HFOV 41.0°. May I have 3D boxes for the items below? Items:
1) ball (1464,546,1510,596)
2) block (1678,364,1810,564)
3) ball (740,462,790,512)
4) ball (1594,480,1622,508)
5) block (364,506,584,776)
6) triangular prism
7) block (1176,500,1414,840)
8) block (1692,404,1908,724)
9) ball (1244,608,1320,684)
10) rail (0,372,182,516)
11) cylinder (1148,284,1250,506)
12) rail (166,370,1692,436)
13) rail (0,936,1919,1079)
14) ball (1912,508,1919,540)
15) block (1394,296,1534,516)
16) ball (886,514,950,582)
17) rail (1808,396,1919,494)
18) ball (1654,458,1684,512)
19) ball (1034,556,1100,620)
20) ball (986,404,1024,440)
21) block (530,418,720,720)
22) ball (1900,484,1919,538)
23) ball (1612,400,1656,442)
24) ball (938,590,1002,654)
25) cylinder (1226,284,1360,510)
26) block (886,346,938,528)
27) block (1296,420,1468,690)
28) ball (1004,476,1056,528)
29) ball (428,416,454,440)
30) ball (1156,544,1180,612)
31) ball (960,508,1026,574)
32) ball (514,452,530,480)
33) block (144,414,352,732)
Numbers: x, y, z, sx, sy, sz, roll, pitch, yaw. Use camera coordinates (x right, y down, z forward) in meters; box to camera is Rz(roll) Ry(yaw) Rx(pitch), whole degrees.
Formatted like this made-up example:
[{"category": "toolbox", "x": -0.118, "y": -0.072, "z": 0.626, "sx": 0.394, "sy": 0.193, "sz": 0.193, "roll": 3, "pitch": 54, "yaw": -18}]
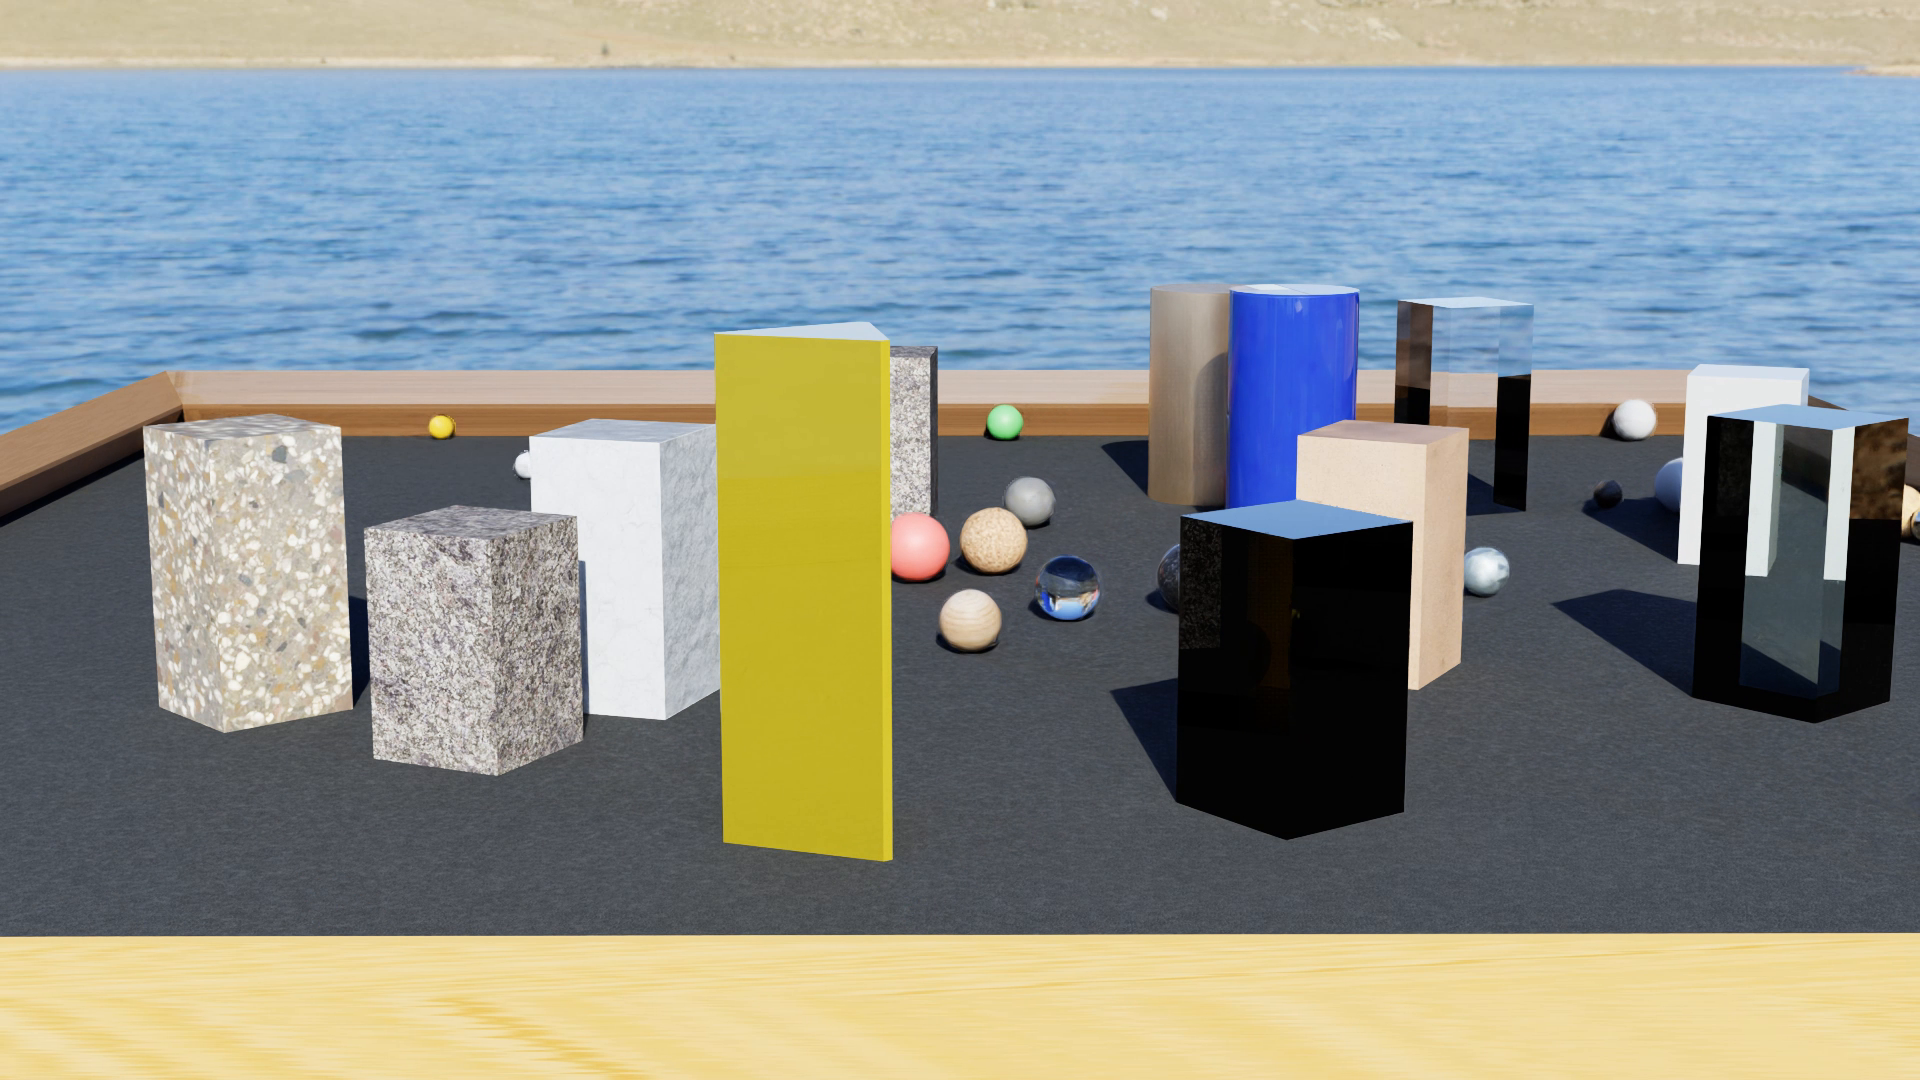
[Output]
[{"category": "ball", "x": 0.729, "y": 0.044, "z": 3.565, "sx": 0.069, "sy": 0.069, "sz": 0.069, "roll": 0, "pitch": 10, "yaw": 0}, {"category": "block", "x": 1.168, "y": -0.111, "z": 3.821, "sx": 0.159, "sy": 0.280, "sz": 0.159, "roll": 4, "pitch": 11, "yaw": 22}, {"category": "ball", "x": -0.322, "y": -0.087, "z": 4.230, "sx": 0.084, "sy": 0.084, "sz": 0.084, "roll": 0, "pitch": 10, "yaw": 0}, {"category": "ball", "x": 1.079, "y": -0.076, "z": 4.276, "sx": 0.046, "sy": 0.046, "sz": 0.046, "roll": 0, "pitch": 10, "yaw": 0}, {"category": "block", "x": -0.518, "y": 0.103, "z": 2.747, "sx": 0.159, "sy": 0.249, "sz": 0.159, "roll": 5, "pitch": 12, "yaw": 25}, {"category": "triangular prism", "x": -0.119, "y": 0.041, "z": 2.436, "sx": 0.172, "sy": 0.484, "sz": 0.149, "roll": 4, "pitch": 11, "yaw": 21}, {"category": "block", "x": 0.328, "y": 0.122, "z": 2.526, "sx": 0.159, "sy": 0.292, "sz": 0.159, "roll": -8, "pitch": 13, "yaw": -36}, {"category": "block", "x": 0.967, "y": 0.022, "z": 2.956, "sx": 0.159, "sy": 0.332, "sz": 0.159, "roll": -9, "pitch": 14, "yaw": -40}, {"category": "ball", "x": 0.384, "y": 0.127, "z": 3.059, "sx": 0.089, "sy": 0.089, "sz": 0.089, "roll": 0, "pitch": 10, "yaw": 0}, {"category": "rail", "x": -1.543, "y": 0.035, "z": 3.440, "sx": 0.045, "sy": 0.129, "sz": 3.369, "roll": 0, "pitch": 10, "yaw": 0}, {"category": "cylinder", "x": 0.421, "y": -0.250, "z": 4.362, "sx": 0.199, "sy": 0.356, "sz": 0.199, "roll": 0, "pitch": 10, "yaw": 0}, {"category": "rail", "x": -0.010, "y": -0.269, "z": 5.082, "sx": 3.133, "sy": 0.129, "sz": 0.045, "roll": 0, "pitch": 10, "yaw": 0}, {"category": "rail", "x": 0.010, "y": 0.335, "z": 1.815, "sx": 3.133, "sy": 0.129, "sz": 0.045, "roll": 0, "pitch": 10, "yaw": 0}, {"category": "ball", "x": 1.494, "y": -0.024, "z": 3.927, "sx": 0.070, "sy": 0.070, "sz": 0.070, "roll": 0, "pitch": 10, "yaw": 0}, {"category": "block", "x": 0.832, "y": -0.223, "z": 4.257, "sx": 0.159, "sy": 0.342, "sz": 0.159, "roll": -4, "pitch": 11, "yaw": -22}, {"category": "ball", "x": -0.064, "y": 0.011, "z": 3.657, "sx": 0.099, "sy": 0.099, "sz": 0.099, "roll": 0, "pitch": 10, "yaw": 0}, {"category": "rail", "x": 1.543, "y": 0.032, "z": 3.457, "sx": 0.045, "sy": 0.129, "sz": 3.369, "roll": 0, "pitch": 10, "yaw": 0}, {"category": "ball", "x": 1.191, "y": -0.090, "z": 4.228, "sx": 0.090, "sy": 0.090, "sz": 0.090, "roll": 0, "pitch": 10, "yaw": 0}, {"category": "ball", "x": 0.143, "y": 0.064, "z": 3.407, "sx": 0.087, "sy": 0.087, "sz": 0.087, "roll": 0, "pitch": 10, "yaw": 0}, {"category": "ball", "x": 0.088, "y": -0.231, "z": 5.041, "sx": 0.071, "sy": 0.071, "sz": 0.071, "roll": 0, "pitch": 10, "yaw": 0}, {"category": "block", "x": -0.384, "y": 0.030, "z": 2.963, "sx": 0.159, "sy": 0.315, "sz": 0.159, "roll": 3, "pitch": 11, "yaw": 18}, {"category": "ball", "x": 1.457, "y": -0.045, "z": 3.996, "sx": 0.087, "sy": 0.087, "sz": 0.087, "roll": 0, "pitch": 10, "yaw": 0}, {"category": "ball", "x": 1.323, "y": -0.235, "z": 5.037, "sx": 0.082, "sy": 0.082, "sz": 0.082, "roll": 0, "pitch": 10, "yaw": 0}, {"category": "ball", "x": 0.013, "y": 0.102, "z": 3.219, "sx": 0.079, "sy": 0.079, "sz": 0.079, "roll": 0, "pitch": 10, "yaw": 0}, {"category": "cylinder", "x": 0.514, "y": -0.195, "z": 3.977, "sx": 0.199, "sy": 0.387, "sz": 0.199, "roll": 0, "pitch": 10, "yaw": 0}, {"category": "block", "x": -0.118, "y": -0.129, "z": 3.843, "sx": 0.159, "sy": 0.308, "sz": 0.159, "roll": 1, "pitch": 10, "yaw": 4}, {"category": "block", "x": 0.510, "y": 0.014, "z": 3.112, "sx": 0.159, "sy": 0.292, "sz": 0.159, "roll": 6, "pitch": 12, "yaw": 28}, {"category": "ball", "x": 0.111, "y": -0.060, "z": 4.089, "sx": 0.082, "sy": 0.082, "sz": 0.082, "roll": 0, "pitch": 10, "yaw": 0}, {"category": "ball", "x": -1.023, "y": -0.222, "z": 5.057, "sx": 0.048, "sy": 0.048, "sz": 0.048, "roll": 0, "pitch": 10, "yaw": 0}, {"category": "ball", "x": 0.314, "y": 0.050, "z": 3.445, "sx": 0.100, "sy": 0.100, "sz": 0.100, "roll": 0, "pitch": 10, "yaw": 0}, {"category": "ball", "x": 0.048, "y": 0.002, "z": 3.712, "sx": 0.097, "sy": 0.097, "sz": 0.097, "roll": 0, "pitch": 10, "yaw": 0}, {"category": "ball", "x": -0.768, "y": -0.132, "z": 4.566, "sx": 0.049, "sy": 0.049, "sz": 0.049, "roll": 0, "pitch": 10, "yaw": 0}, {"category": "block", "x": -0.809, "y": 0.033, "z": 2.918, "sx": 0.159, "sy": 0.326, "sz": 0.159, "roll": -9, "pitch": 14, "yaw": -42}]
